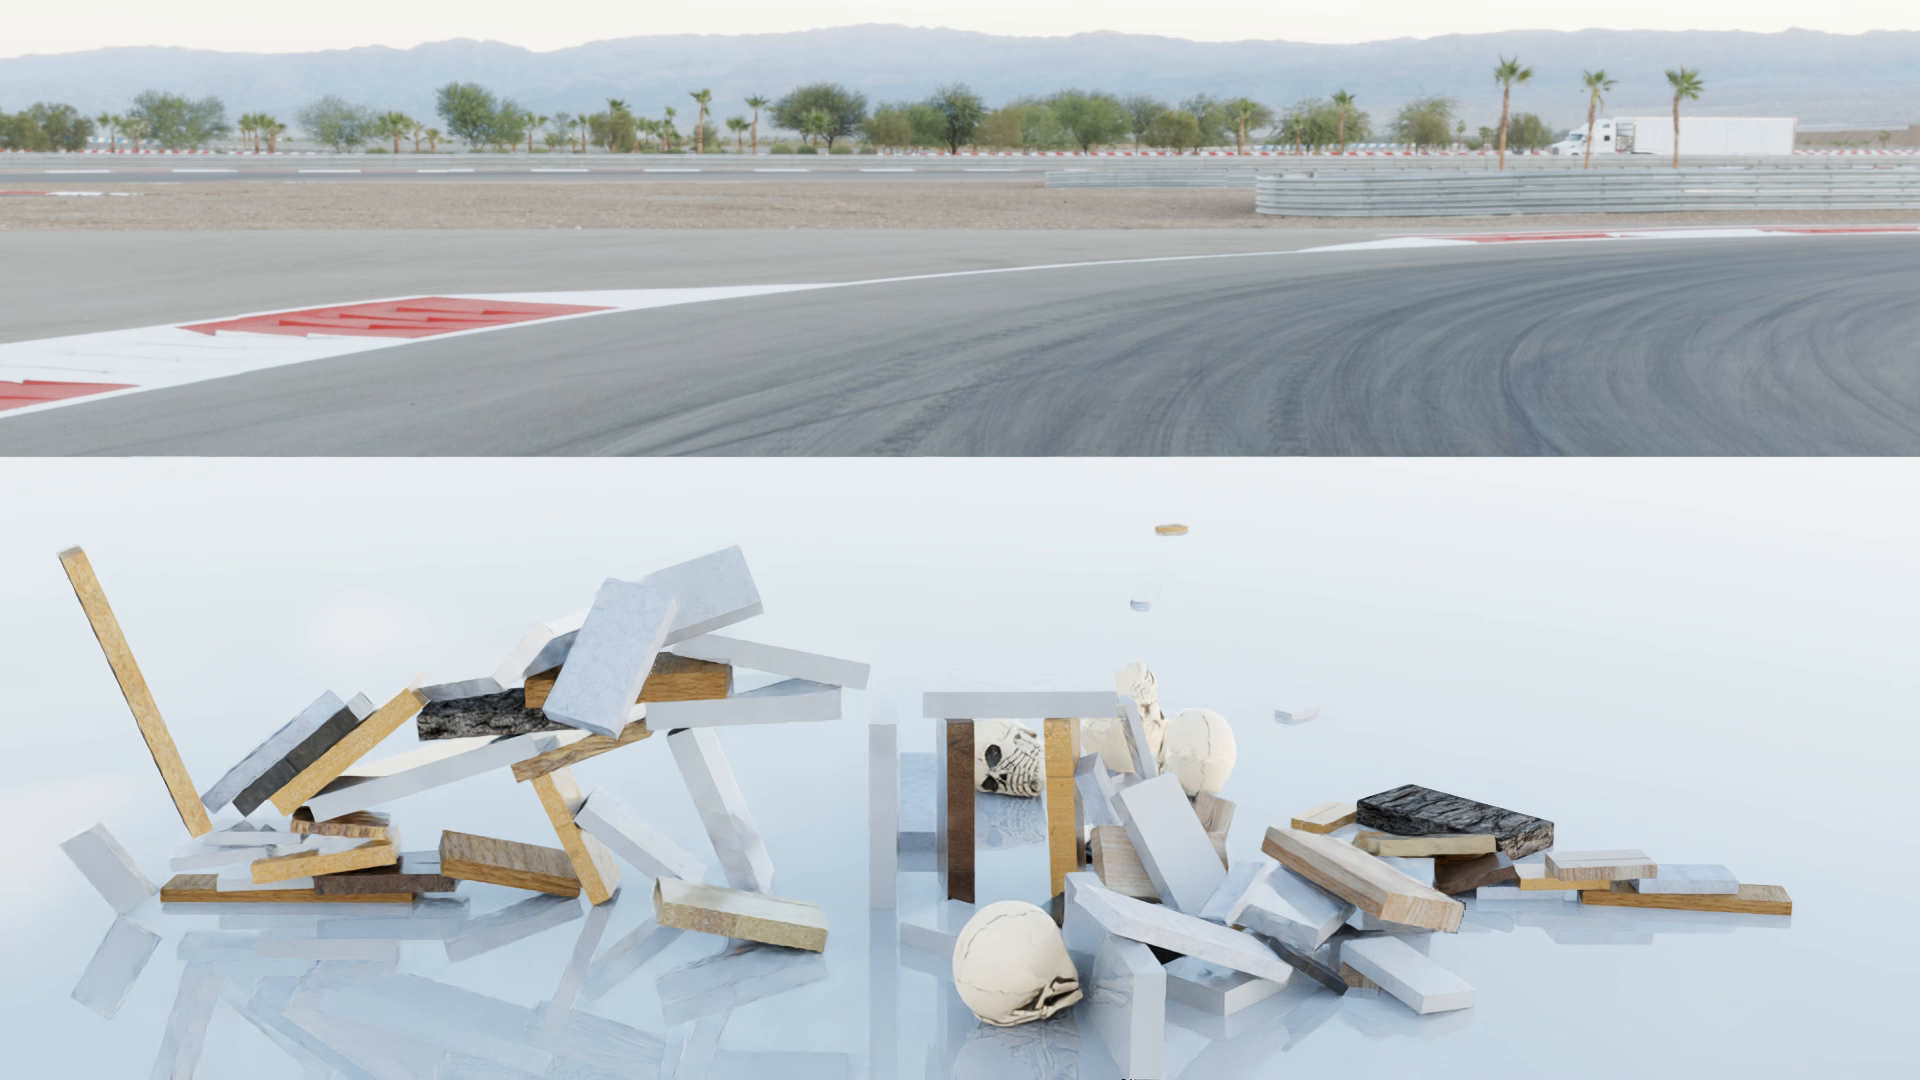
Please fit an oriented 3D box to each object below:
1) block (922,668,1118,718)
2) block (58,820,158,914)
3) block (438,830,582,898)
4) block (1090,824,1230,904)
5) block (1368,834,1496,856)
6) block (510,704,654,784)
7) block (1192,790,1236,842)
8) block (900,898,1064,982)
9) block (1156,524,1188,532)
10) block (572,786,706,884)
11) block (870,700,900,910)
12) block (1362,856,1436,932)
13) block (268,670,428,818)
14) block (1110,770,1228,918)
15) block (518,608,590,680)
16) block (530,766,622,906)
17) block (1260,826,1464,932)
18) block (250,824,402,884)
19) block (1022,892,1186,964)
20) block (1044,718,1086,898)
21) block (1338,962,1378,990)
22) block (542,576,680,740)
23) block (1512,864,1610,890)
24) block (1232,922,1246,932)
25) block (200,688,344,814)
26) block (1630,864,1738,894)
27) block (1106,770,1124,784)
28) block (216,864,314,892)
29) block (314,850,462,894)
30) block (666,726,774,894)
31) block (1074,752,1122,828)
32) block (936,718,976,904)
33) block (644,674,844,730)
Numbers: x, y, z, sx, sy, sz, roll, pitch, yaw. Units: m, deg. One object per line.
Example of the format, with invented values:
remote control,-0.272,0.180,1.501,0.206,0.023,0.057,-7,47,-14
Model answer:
block,0.098,0.253,3.636,0.314,0.044,0.157,0,10,1
block,-1.371,0.528,3.542,0.076,0.152,0.022,-25,21,18
block,-0.748,0.538,3.660,0.228,0.032,0.114,13,13,-19
block,0.328,0.530,3.570,0.234,0.117,0.033,7,-28,-24
block,0.800,0.518,3.737,0.195,0.028,0.098,-2,-5,-2
block,-0.617,0.332,3.625,0.233,0.033,0.117,-20,10,1
block,0.416,0.503,3.738,0.069,0.138,0.020,20,-17,0
block,0.048,0.619,3.411,0.260,0.037,0.130,8,13,38
block,0.676,-0.037,7.008,0.096,0.014,0.048,-6,12,-27
block,-0.530,0.506,3.652,0.233,0.033,0.117,38,8,-7
block,-0.125,0.436,3.638,0.044,0.314,0.157,0,11,0
block,0.716,0.576,3.585,0.108,0.031,0.217,0,16,14
block,-0.999,0.335,3.636,0.292,0.041,0.146,-39,8,3
block,0.347,0.499,3.553,0.117,0.234,0.033,-16,-20,-34
block,-0.597,0.143,3.650,0.319,0.045,0.160,-21,11,-18
block,-0.635,0.479,3.647,0.033,0.233,0.117,-23,10,4
block,0.635,0.536,3.498,0.158,0.045,0.315,14,5,-29
block,-1.047,0.520,3.643,0.228,0.032,0.114,-8,11,-7
block,0.245,0.612,3.449,0.263,0.037,0.131,6,12,30
block,0.175,0.433,3.647,0.044,0.314,0.157,-2,10,8
block,0.609,0.646,3.321,0.059,0.017,0.118,3,11,17
block,-0.548,0.184,3.466,0.123,0.246,0.035,14,-27,16
block,0.997,0.559,3.656,0.147,0.021,0.073,-1,11,1
block,0.513,0.598,3.541,0.108,0.031,0.217,9,14,41
block,-1.145,0.351,3.662,0.247,0.035,0.123,-37,10,14
block,1.195,0.561,3.640,0.161,0.023,0.081,0,11,1
block,0.264,0.461,4.322,0.054,0.015,0.107,-10,15,-44
block,-1.147,0.559,3.656,0.155,0.022,0.077,-1,10,-6
block,-0.943,0.552,3.654,0.228,0.032,0.114,-1,11,-1
block,-0.395,0.439,3.638,0.044,0.314,0.157,-21,10,4
block,0.252,0.478,3.643,0.033,0.234,0.117,-21,7,11
block,-0.008,0.435,3.645,0.044,0.314,0.157,-2,11,-7
block,-0.350,0.261,3.609,0.314,0.044,0.157,-3,11,-2
